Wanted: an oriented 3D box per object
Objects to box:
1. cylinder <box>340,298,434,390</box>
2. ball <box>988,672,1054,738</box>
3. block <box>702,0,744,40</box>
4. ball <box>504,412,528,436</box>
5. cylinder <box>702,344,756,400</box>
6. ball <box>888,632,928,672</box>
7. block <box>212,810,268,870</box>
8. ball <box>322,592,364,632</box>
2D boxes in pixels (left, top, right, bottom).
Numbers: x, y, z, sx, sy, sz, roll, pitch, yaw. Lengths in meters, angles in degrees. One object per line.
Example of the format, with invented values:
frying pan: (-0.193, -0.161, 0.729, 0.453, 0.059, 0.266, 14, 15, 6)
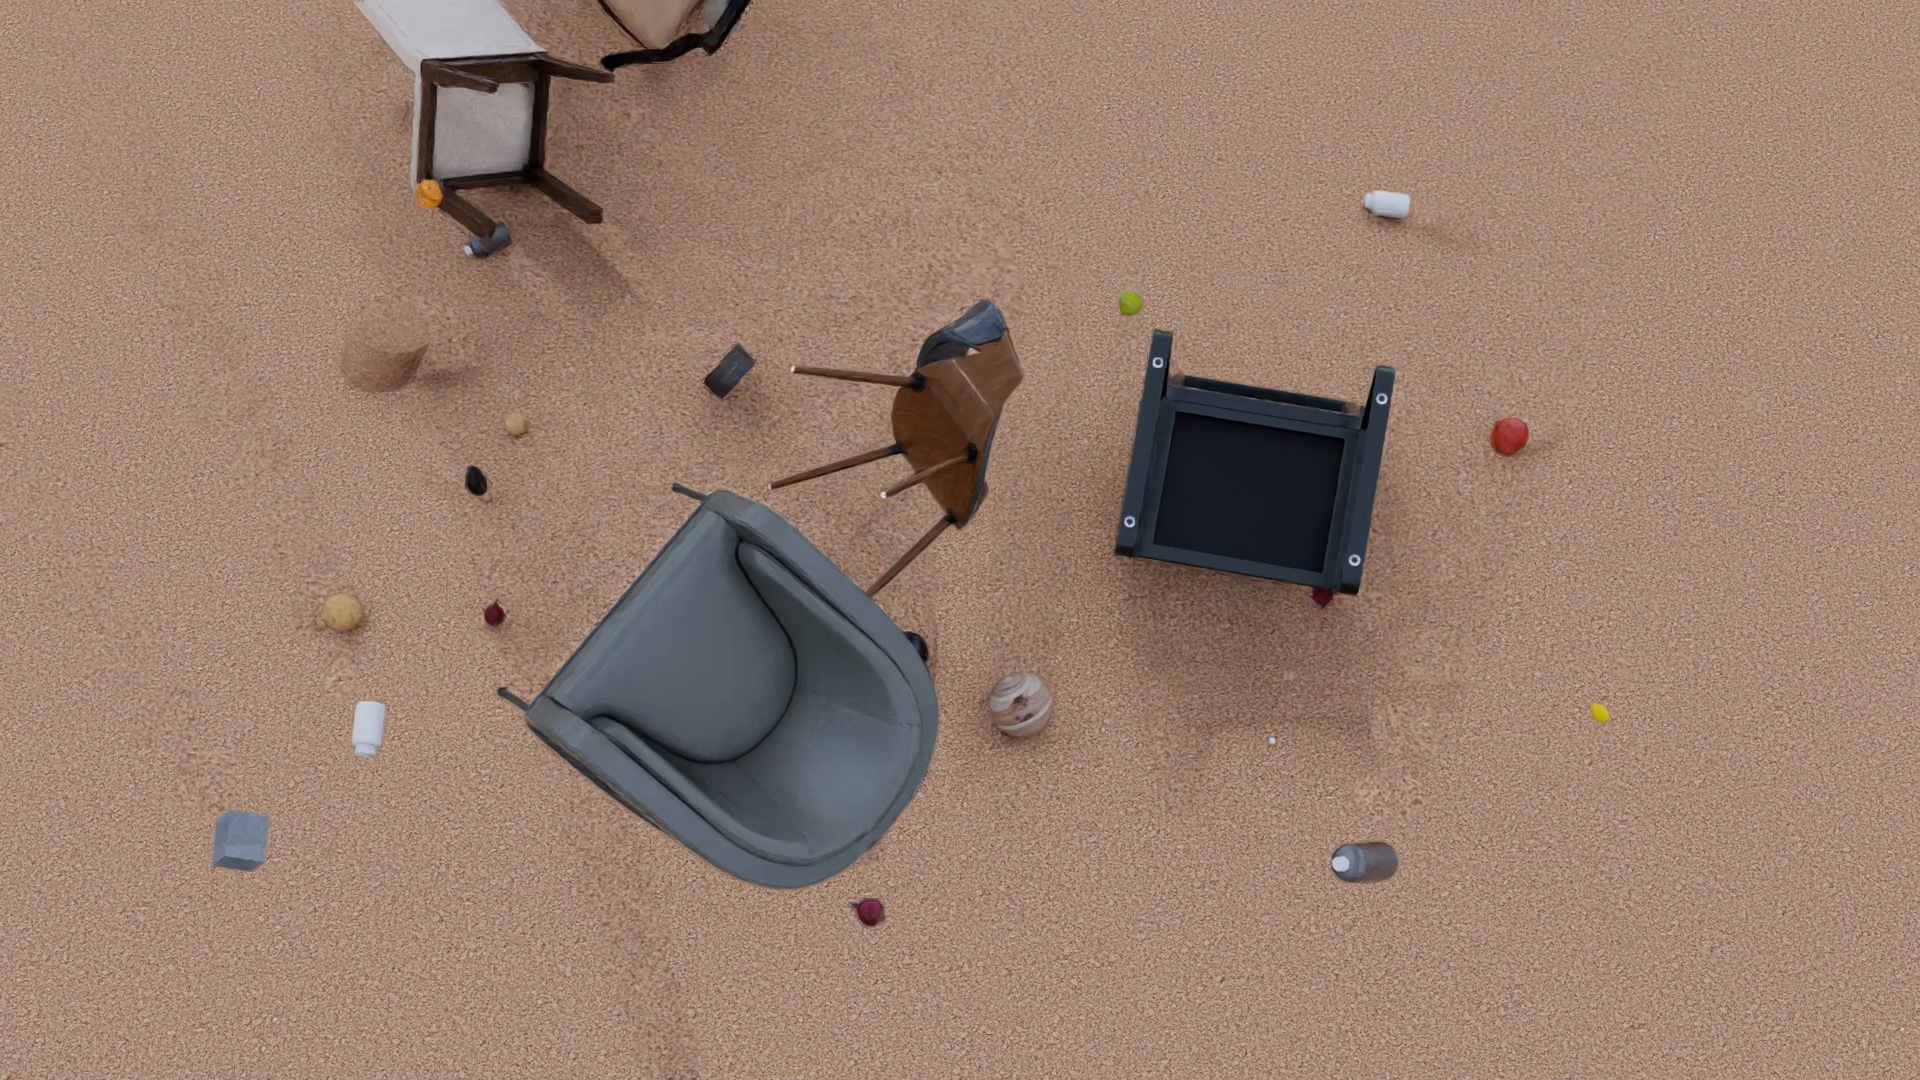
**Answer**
cylinder: (-1.761, -0.601, 6.762, 0.252, 0.194, 0.199, -21, 71, -40)
ball: (0.172, 0.460, 6.155, 0.182, 0.182, 0.182, 0, 56, 0)
block: (-0.818, -1.797, 7.568, 0.106, 0.076, 0.104, -21, 47, -9)
ball: (-1.366, -0.357, 6.770, 0.072, 0.072, 0.072, 0, 56, 0)
cylinder: (-0.712, -0.520, 6.798, 0.081, 0.194, 0.161, 42, 80, -7)
ball: (-0.148, 0.320, 6.290, 0.115, 0.115, 0.115, 0, 56, 0)
block: (-1.833, 0.765, 5.600, 0.102, 0.089, 0.121, 16, 58, -35)
ball: (-1.787, 0.208, 6.366, 0.113, 0.113, 0.113, 0, 56, 0)
